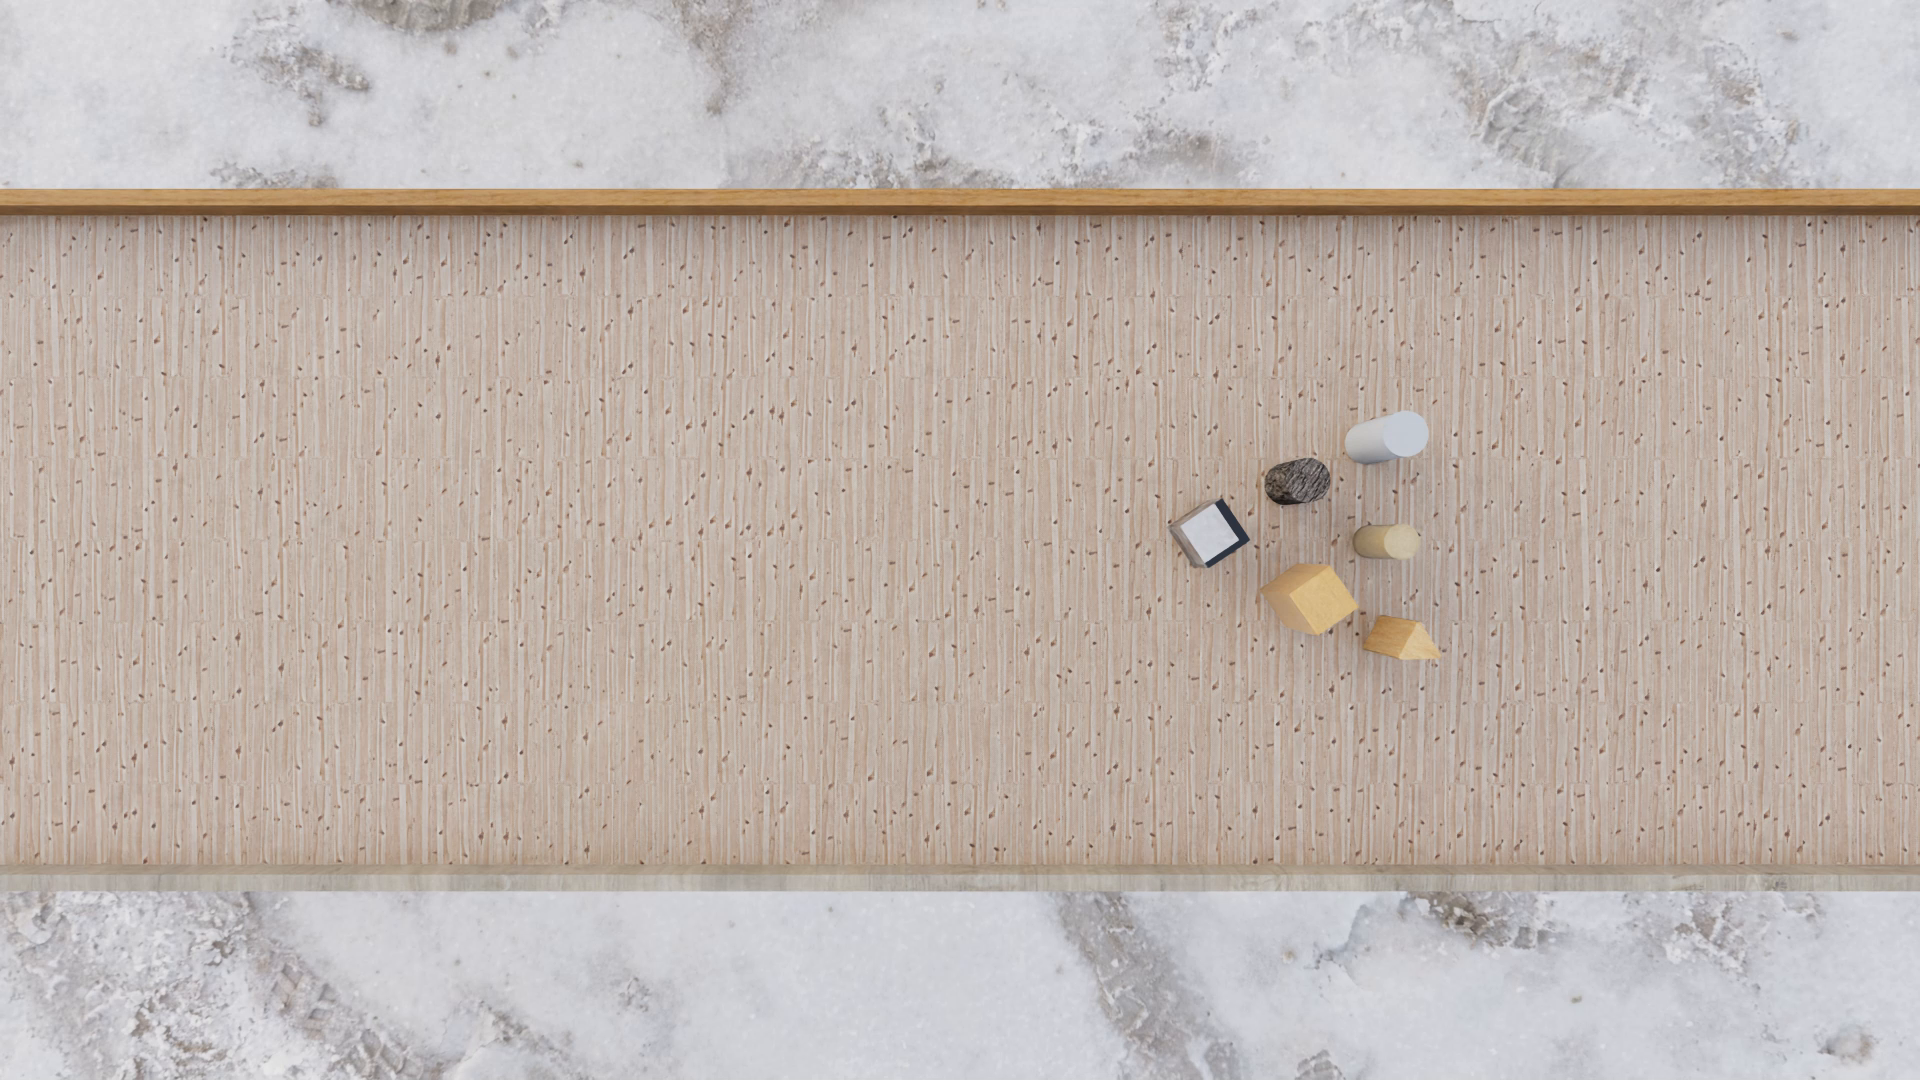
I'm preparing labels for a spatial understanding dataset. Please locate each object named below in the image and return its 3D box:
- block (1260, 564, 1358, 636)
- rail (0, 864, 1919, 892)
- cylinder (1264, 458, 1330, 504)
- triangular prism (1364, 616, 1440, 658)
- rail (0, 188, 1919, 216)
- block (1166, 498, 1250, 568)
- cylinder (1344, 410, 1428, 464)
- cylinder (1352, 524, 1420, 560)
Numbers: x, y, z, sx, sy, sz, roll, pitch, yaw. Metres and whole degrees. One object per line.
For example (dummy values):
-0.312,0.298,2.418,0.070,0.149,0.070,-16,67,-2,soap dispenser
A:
1.020,0.170,4.849,0.142,0.455,0.142,-35,90,0,block
-2.247,1.025,5.001,12.000,0.150,0.050,0,90,0,rail
1.001,-0.172,4.910,0.129,0.333,0.129,0,90,0,cylinder
1.298,0.282,4.867,0.119,0.418,0.103,-1,90,0,triangular prism
-2.247,-1.025,5.002,12.000,0.150,0.050,0,90,0,rail
0.738,-0.020,4.921,0.147,0.311,0.147,-34,90,0,block
1.249,-0.298,4.849,0.129,0.455,0.129,0,90,0,cylinder
1.260,0.005,4.889,0.103,0.375,0.103,0,90,0,cylinder
